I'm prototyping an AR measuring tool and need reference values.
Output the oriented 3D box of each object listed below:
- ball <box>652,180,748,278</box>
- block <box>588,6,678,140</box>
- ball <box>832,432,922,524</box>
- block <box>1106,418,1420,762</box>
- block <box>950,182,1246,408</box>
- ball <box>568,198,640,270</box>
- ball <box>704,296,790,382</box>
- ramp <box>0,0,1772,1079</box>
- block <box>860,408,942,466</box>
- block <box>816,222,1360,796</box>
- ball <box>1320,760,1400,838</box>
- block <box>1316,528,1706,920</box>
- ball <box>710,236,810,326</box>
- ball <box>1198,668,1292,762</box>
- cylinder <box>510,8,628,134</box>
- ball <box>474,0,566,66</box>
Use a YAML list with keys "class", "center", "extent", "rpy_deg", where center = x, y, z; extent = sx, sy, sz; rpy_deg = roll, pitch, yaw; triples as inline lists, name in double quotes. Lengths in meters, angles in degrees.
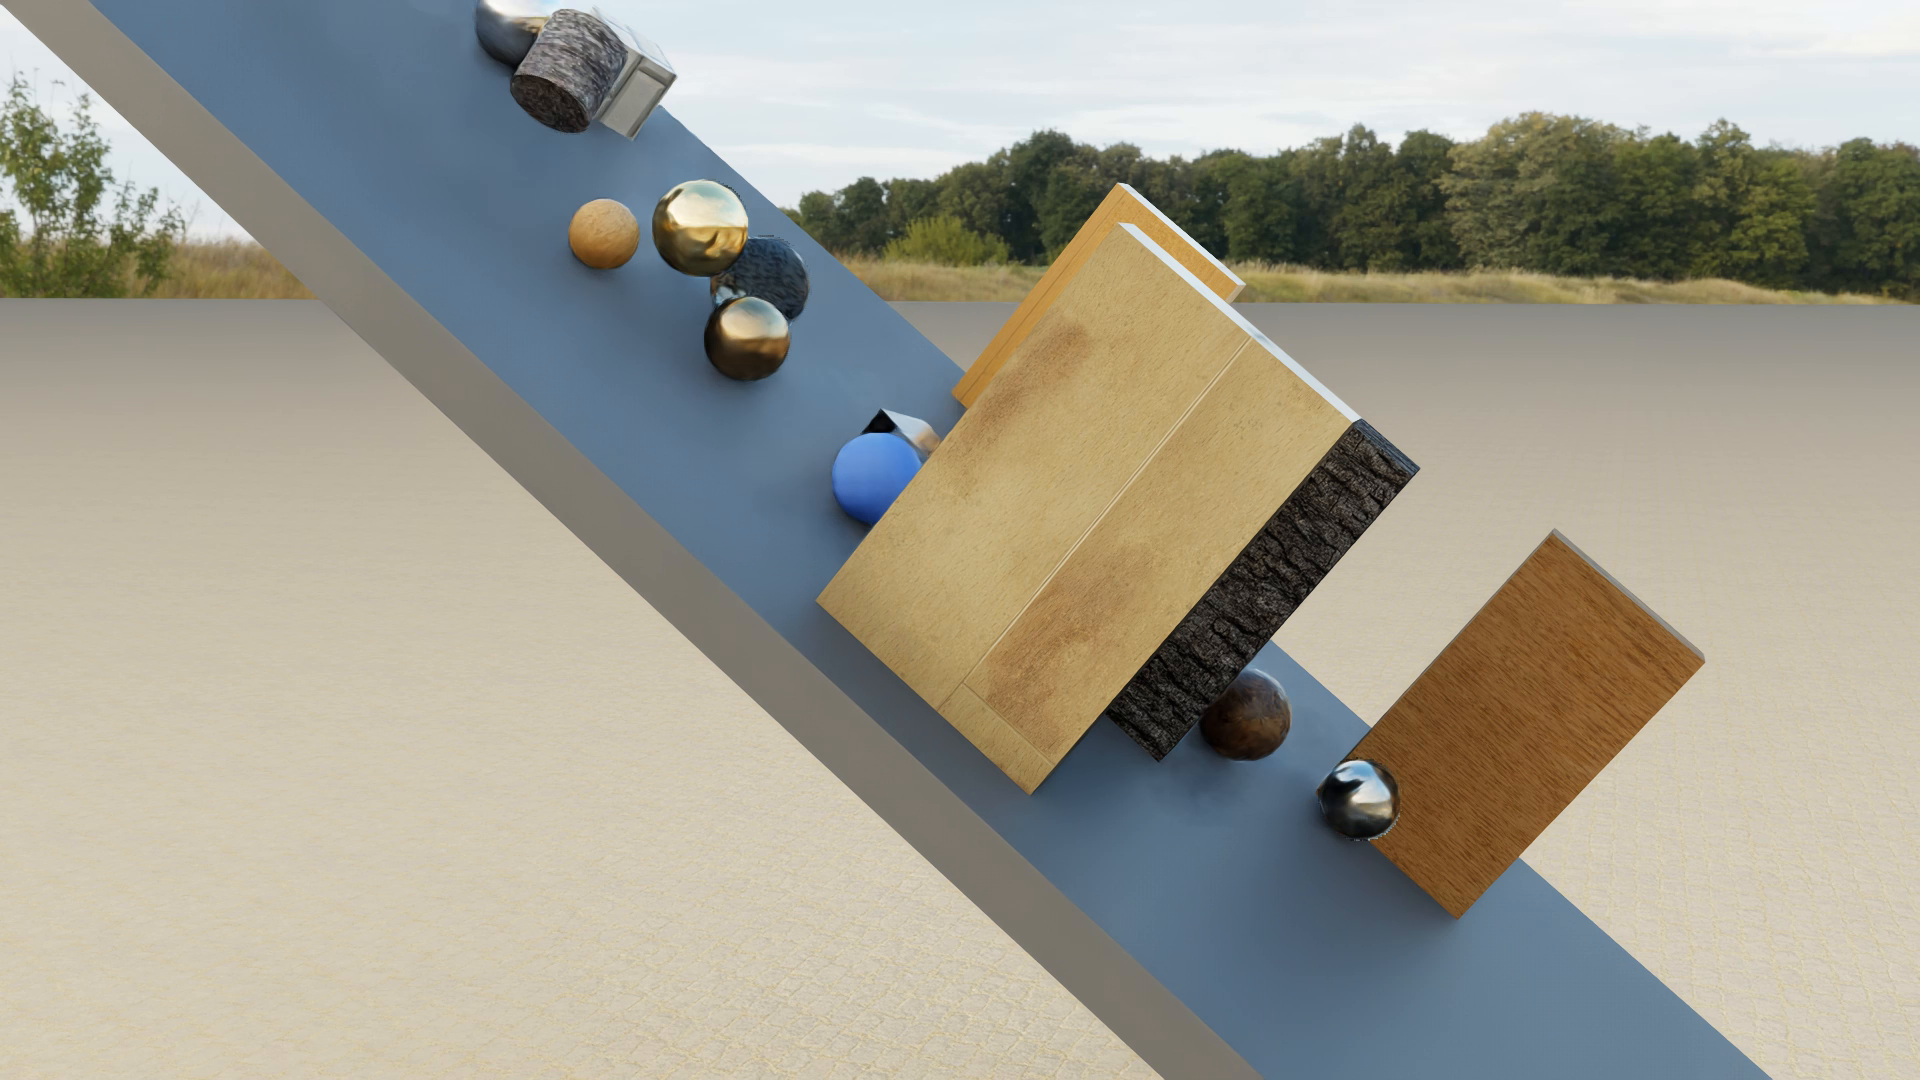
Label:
- class: "ball"
  center: [-0.463, -0.556, 3.922]
  extent: [0.173, 0.173, 0.173]
  rpy_deg: [0, 7, 0]
- class: "block"
  center: [-0.746, -1.004, 4.730]
  extent: [0.172, 0.172, 0.172]
  rpy_deg: [27, 20, -37]
- class: "ball"
  center: [-0.138, -0.103, 3.675]
  extent: [0.155, 0.155, 0.155]
  rpy_deg: [0, 7, 0]
- class: "block"
  center: [0.411, 0.002, 3.716]
  extent: [0.384, 0.642, 0.150]
  rpy_deg: [42, 16, 9]
- class: "block"
  center: [0.294, -0.431, 4.732]
  extent: [0.335, 0.581, 0.105]
  rpy_deg: [42, 16, 9]
- class: "ball"
  center: [-0.620, -0.532, 3.829]
  extent: [0.123, 0.123, 0.123]
  rpy_deg: [0, 7, 0]
- class: "ball"
  center: [-0.371, -0.351, 3.836]
  extent: [0.150, 0.150, 0.150]
  rpy_deg: [0, 7, 0]
- class: "ramp"
  center: [0.002, 0.046, 4.039]
  extent: [4.000, 0.100, 2.000]
  rpy_deg: [42, 16, 9]
- class: "block"
  center: [-0.100, -0.121, 3.832]
  extent: [0.140, 0.140, 0.140]
  rpy_deg: [47, 18, 26]
- class: "block"
  center: [0.175, -0.041, 3.183]
  extent: [0.429, 0.716, 0.102]
  rpy_deg: [42, 16, 9]
- class: "ball"
  center: [0.737, 0.478, 4.051]
  extent: [0.145, 0.145, 0.145]
  rpy_deg: [0, 7, 0]
- class: "block"
  center: [1.016, 0.344, 4.092]
  extent: [0.351, 0.660, 0.098]
  rpy_deg: [42, 16, 9]
- class: "ball"
  center: [-0.374, -0.475, 4.104]
  extent: [0.185, 0.185, 0.185]
  rpy_deg: [0, 7, 0]
- class: "ball"
  center: [0.512, 0.314, 3.953]
  extent: [0.169, 0.169, 0.169]
  rpy_deg: [0, 7, 0]
- class: "cylinder"
  center: [-0.705, -0.845, 3.969]
  extent: [0.156, 0.156, 0.156]
  rpy_deg: [21, -24, 10]
- class: "ball"
  center: [-0.904, -1.072, 4.531]
  extent: [0.190, 0.190, 0.190]
  rpy_deg: [0, 7, 0]
